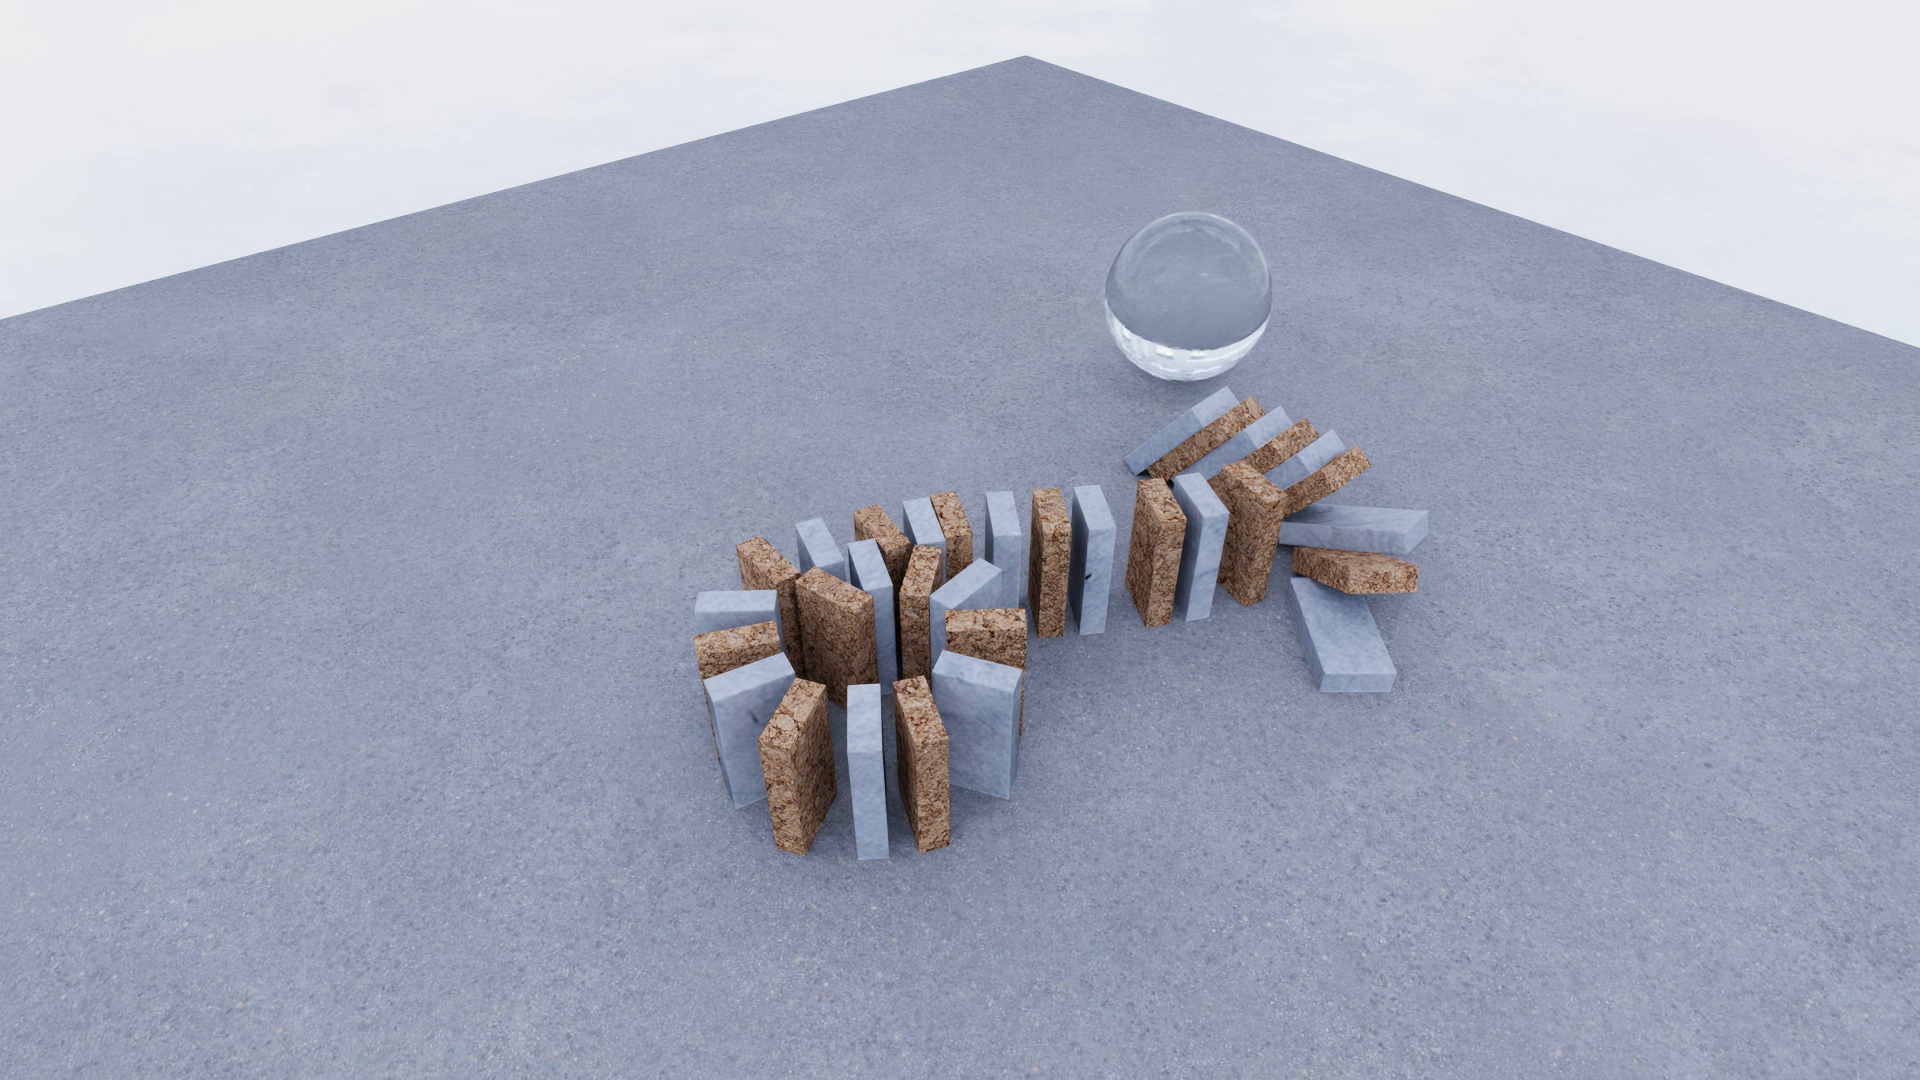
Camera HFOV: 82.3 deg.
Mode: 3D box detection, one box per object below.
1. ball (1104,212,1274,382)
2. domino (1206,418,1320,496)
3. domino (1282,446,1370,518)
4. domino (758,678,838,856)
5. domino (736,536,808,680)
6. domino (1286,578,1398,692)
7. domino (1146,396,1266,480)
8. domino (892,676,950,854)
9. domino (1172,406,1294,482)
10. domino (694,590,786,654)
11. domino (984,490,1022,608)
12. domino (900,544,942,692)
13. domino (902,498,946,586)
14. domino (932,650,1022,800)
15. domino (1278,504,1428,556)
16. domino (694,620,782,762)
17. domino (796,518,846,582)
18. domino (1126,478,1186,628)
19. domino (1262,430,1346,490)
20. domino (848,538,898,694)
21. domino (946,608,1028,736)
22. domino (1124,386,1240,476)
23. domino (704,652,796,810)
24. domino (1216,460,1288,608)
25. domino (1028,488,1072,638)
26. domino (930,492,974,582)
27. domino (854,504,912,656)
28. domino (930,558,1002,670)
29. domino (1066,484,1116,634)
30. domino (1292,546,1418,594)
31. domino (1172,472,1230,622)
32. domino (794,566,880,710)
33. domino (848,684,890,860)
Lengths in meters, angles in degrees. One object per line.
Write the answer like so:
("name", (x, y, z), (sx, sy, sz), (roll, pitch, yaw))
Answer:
("ball", (0.110, -0.117, 0.530), (0.080, 0.080, 0.080), (0, 39, 0))
("domino", (0.121, -0.031, 0.453), (0.025, 0.050, 0.010), (-31, 86, -33))
("domino", (0.136, -0.019, 0.438), (0.025, 0.050, 0.009), (-29, 85, -32))
("domino", (-0.048, 0.068, 0.328), (0.010, 0.050, 0.025), (12, 41, 14))
("domino", (-0.064, 0.026, 0.380), (0.009, 0.050, 0.025), (-28, 47, -29))
("domino", (0.138, 0.034, 0.402), (0.025, 0.010, 0.050), (0, 39, 0))
("domino", (0.103, -0.041, 0.466), (0.025, 0.050, 0.009), (-32, 86, -33))
("domino", (-0.011, 0.068, 0.329), (0.010, 0.050, 0.025), (-11, 41, -13))
("domino", (0.113, -0.037, 0.460), (0.025, 0.050, 0.010), (-31, 86, -32))
("domino", (-0.071, 0.039, 0.364), (0.025, 0.050, 0.009), (-1, 39, -2))
("domino", (0.015, 0.010, 0.399), (0.009, 0.050, 0.025), (-3, 39, -4))
("domino", (-0.013, 0.029, 0.376), (0.010, 0.050, 0.025), (6, 40, 7))
("domino", (-0.013, 0.012, 0.396), (0.009, 0.050, 0.025), (-9, 40, -11))
("domino", (0.005, 0.058, 0.341), (0.025, 0.050, 0.010), (12, 41, 15))
("domino", (0.154, -0.005, 0.433), (0.050, 0.009, 0.025), (6, 23, 40))
("domino", (-0.068, 0.049, 0.351), (0.025, 0.050, 0.009), (-10, 40, -12))
("domino", (-0.048, 0.020, 0.387), (0.010, 0.050, 0.025), (-15, 42, -18))
("domino", (0.072, 0.005, 0.405), (0.009, 0.050, 0.025), (-7, 40, -9))
("domino", (0.130, -0.026, 0.447), (0.025, 0.050, 0.009), (-31, 86, -32))
("domino", (-0.030, 0.027, 0.378), (0.010, 0.050, 0.025), (-11, 41, -13))
("domino", (0.008, 0.044, 0.358), (0.025, 0.050, 0.010), (-1, 39, -2))
("domino", (0.094, -0.046, 0.472), (0.025, 0.050, 0.009), (-32, 86, -33))
("domino", (-0.062, 0.059, 0.339), (0.025, 0.050, 0.009), (-19, 43, -21))
("domino", (0.107, -0.002, 0.414), (0.010, 0.050, 0.025), (-19, 43, -21))
("domino", (0.032, 0.009, 0.401), (0.009, 0.050, 0.025), (-4, 39, -5))
("domino", (-0.003, 0.010, 0.399), (0.009, 0.050, 0.025), (-9, 40, -10))
("domino", (-0.027, 0.015, 0.393), (0.009, 0.050, 0.025), (-20, 43, -23))
("domino", (0.002, 0.033, 0.371), (0.010, 0.050, 0.025), (29, 47, 30))
("domino", (0.047, 0.008, 0.402), (0.010, 0.050, 0.025), (-5, 40, -6))
("domino", (0.146, 0.011, 0.410), (0.025, 0.010, 0.050), (-1, 8, -5))
("domino", (0.086, 0.003, 0.408), (0.009, 0.050, 0.025), (-10, 40, -12))
("domino", (-0.041, 0.035, 0.369), (0.025, 0.050, 0.009), (25, 45, 27))
("domino", (-0.027, 0.069, 0.327), (0.009, 0.050, 0.025), (-3, 39, -3))
